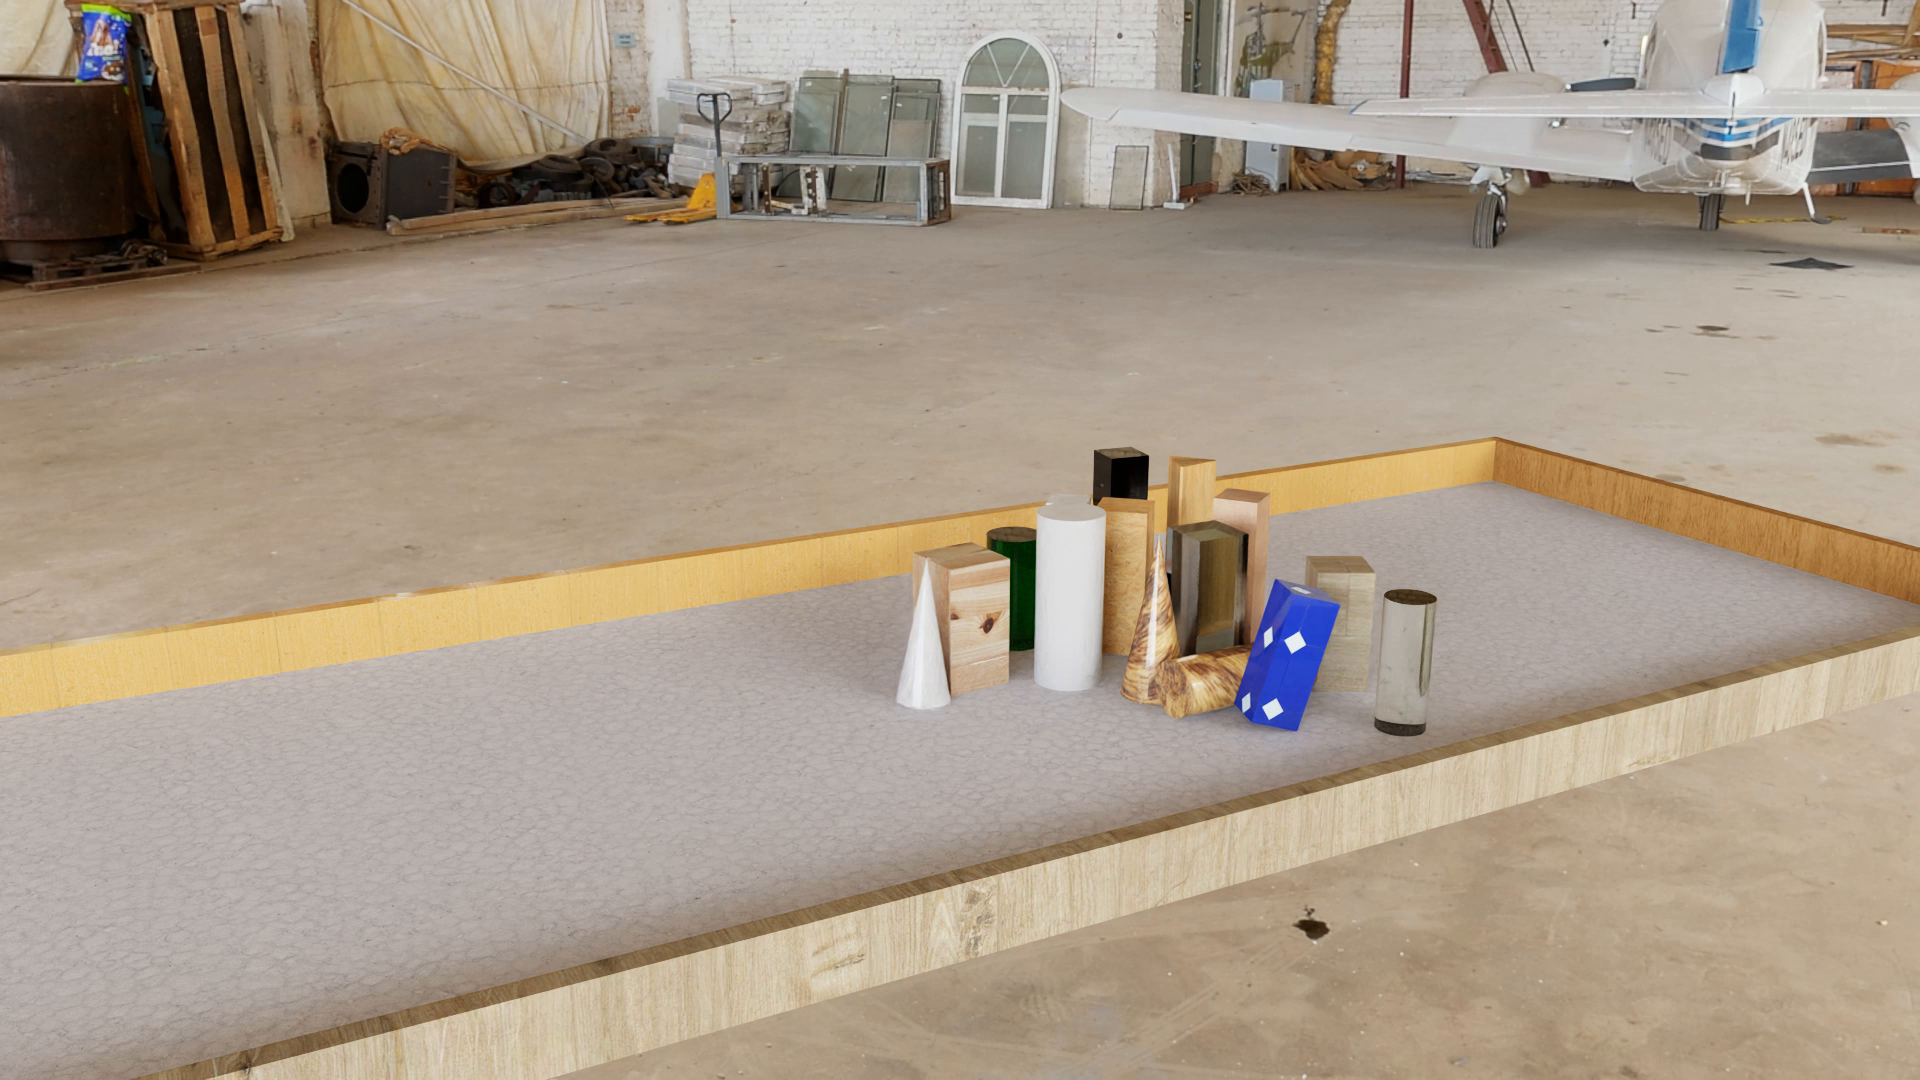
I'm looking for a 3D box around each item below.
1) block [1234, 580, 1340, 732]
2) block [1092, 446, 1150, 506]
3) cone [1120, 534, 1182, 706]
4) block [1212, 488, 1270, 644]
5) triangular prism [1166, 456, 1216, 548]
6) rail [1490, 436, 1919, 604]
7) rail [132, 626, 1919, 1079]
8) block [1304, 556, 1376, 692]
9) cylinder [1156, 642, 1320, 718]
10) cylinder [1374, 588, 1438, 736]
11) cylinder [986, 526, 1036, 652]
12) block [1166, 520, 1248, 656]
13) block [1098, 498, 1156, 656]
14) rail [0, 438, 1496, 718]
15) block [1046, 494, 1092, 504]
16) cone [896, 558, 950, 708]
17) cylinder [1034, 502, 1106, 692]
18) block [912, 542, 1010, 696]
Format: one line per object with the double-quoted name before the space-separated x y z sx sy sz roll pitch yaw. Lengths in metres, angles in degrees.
"block" 0.760 0.268 3.844 0.118 0.318 0.118 13 13 -14
"block" 0.467 -0.058 4.828 0.119 0.407 0.119 -6 17 -19
"cone" 0.478 0.180 4.013 0.165 0.411 0.165 0 16 0
"block" 0.732 0.084 4.334 0.117 0.415 0.117 8 18 25
"triangular prism" 0.615 -0.005 4.580 0.130 0.447 0.113 -12 20 -35
"rail" 2.466 -0.048 5.253 0.050 0.150 2.100 -9 18 -27
"rail" -2.336 1.006 1.665 12.000 0.150 0.050 -9 18 -27
"block" 0.935 0.208 4.099 0.140 0.309 0.140 0 17 0
"cylinder" 0.674 0.327 3.996 0.391 0.139 0.139 -9 19 -28
"cylinder" 1.031 0.284 3.821 0.118 0.320 0.118 0 16 0
"cylinder" 0.144 0.129 4.384 0.149 0.301 0.149 0 16 0
"block" 0.609 0.165 4.098 0.141 0.392 0.141 -8 18 -25
"block" 0.429 0.095 4.344 0.139 0.387 0.139 4 17 14
"rail" -3.305 0.497 3.399 12.000 0.150 0.050 -9 18 -27
"block" 0.300 0.049 4.595 0.110 0.335 0.110 4 17 12
"cone" -0.085 0.216 3.975 0.133 0.355 0.133 2 12 0
"cylinder" 0.272 0.140 4.100 0.170 0.437 0.170 0 17 0
"block" 0.003 0.194 4.116 0.173 0.325 0.173 -10 19 -31
